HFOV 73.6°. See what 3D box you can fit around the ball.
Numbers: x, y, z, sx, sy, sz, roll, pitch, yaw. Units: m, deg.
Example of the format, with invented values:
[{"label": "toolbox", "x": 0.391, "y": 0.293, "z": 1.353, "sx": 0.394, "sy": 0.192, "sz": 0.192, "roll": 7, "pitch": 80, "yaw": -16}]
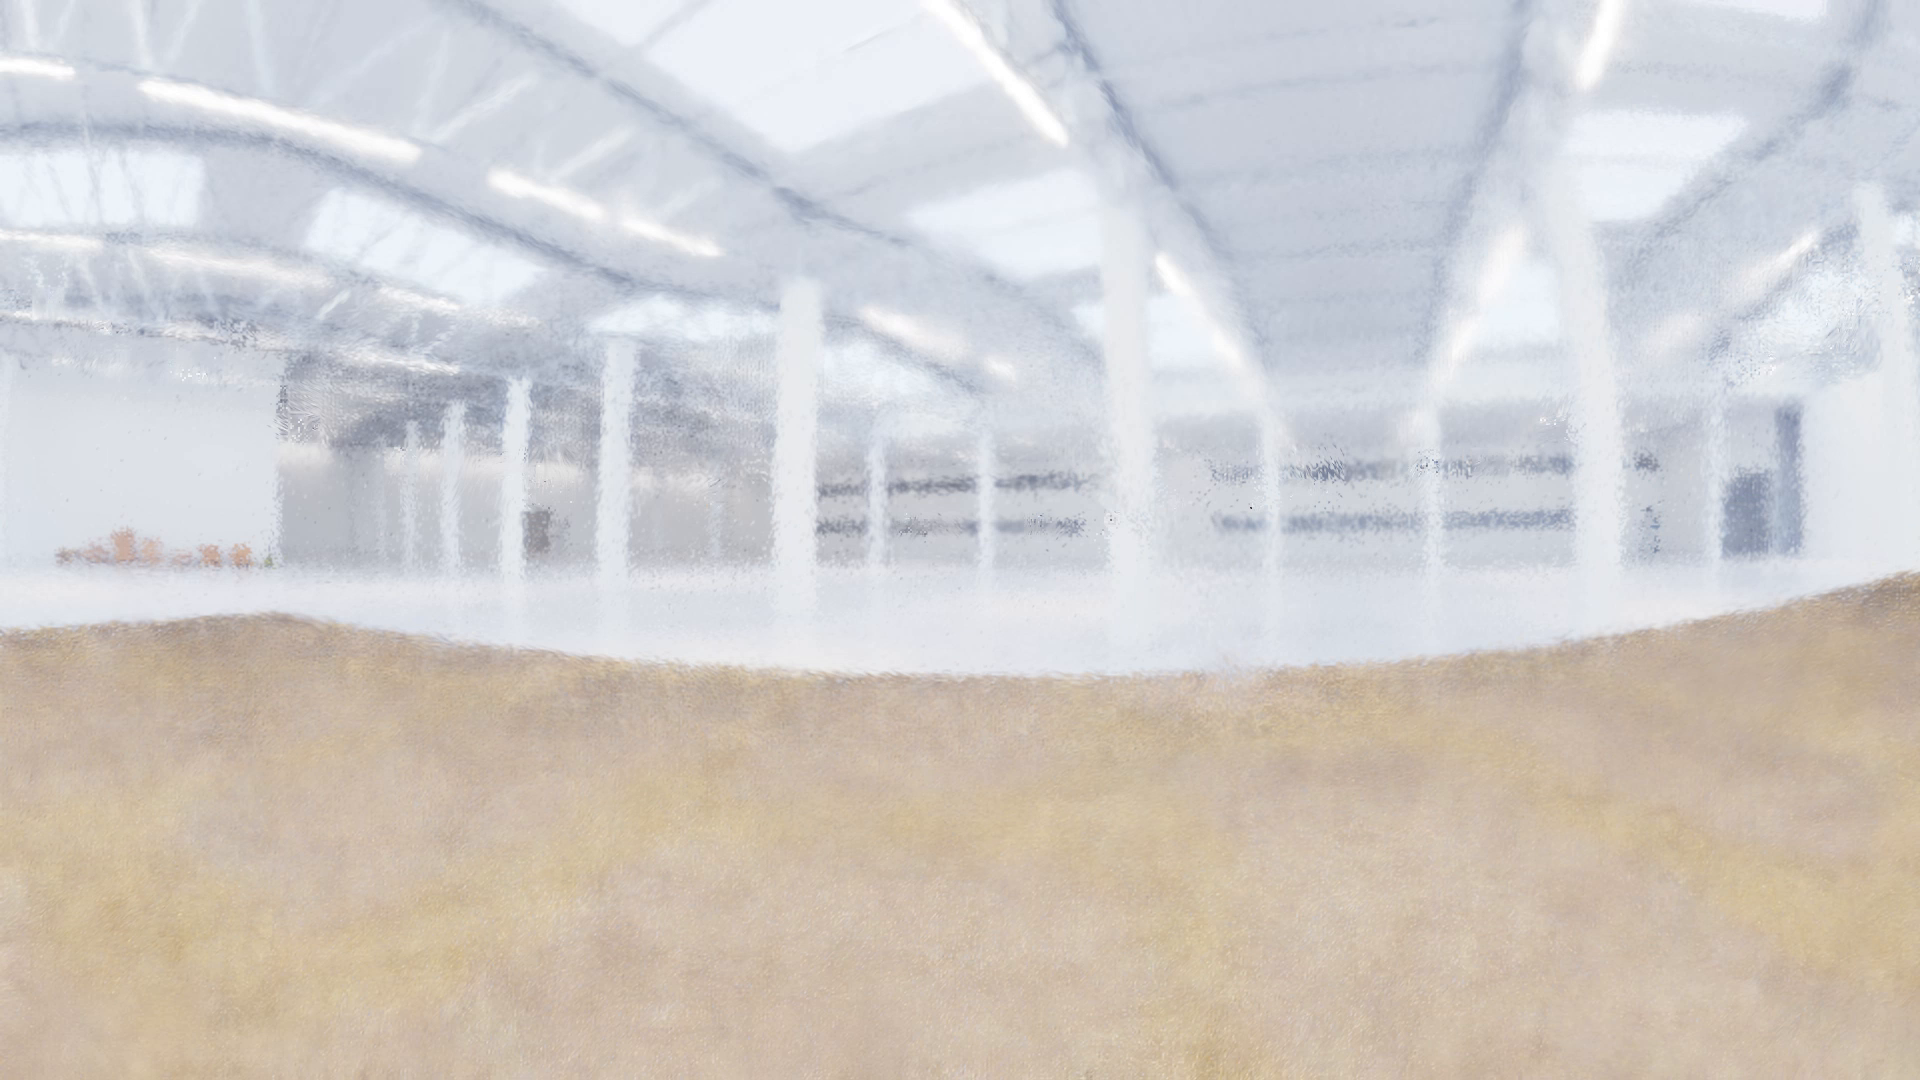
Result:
[{"label": "ball", "x": 0.000, "y": -0.002, "z": 0.056, "sx": 0.080, "sy": 0.080, "sz": 0.080, "roll": 0, "pitch": 4, "yaw": 0}]
